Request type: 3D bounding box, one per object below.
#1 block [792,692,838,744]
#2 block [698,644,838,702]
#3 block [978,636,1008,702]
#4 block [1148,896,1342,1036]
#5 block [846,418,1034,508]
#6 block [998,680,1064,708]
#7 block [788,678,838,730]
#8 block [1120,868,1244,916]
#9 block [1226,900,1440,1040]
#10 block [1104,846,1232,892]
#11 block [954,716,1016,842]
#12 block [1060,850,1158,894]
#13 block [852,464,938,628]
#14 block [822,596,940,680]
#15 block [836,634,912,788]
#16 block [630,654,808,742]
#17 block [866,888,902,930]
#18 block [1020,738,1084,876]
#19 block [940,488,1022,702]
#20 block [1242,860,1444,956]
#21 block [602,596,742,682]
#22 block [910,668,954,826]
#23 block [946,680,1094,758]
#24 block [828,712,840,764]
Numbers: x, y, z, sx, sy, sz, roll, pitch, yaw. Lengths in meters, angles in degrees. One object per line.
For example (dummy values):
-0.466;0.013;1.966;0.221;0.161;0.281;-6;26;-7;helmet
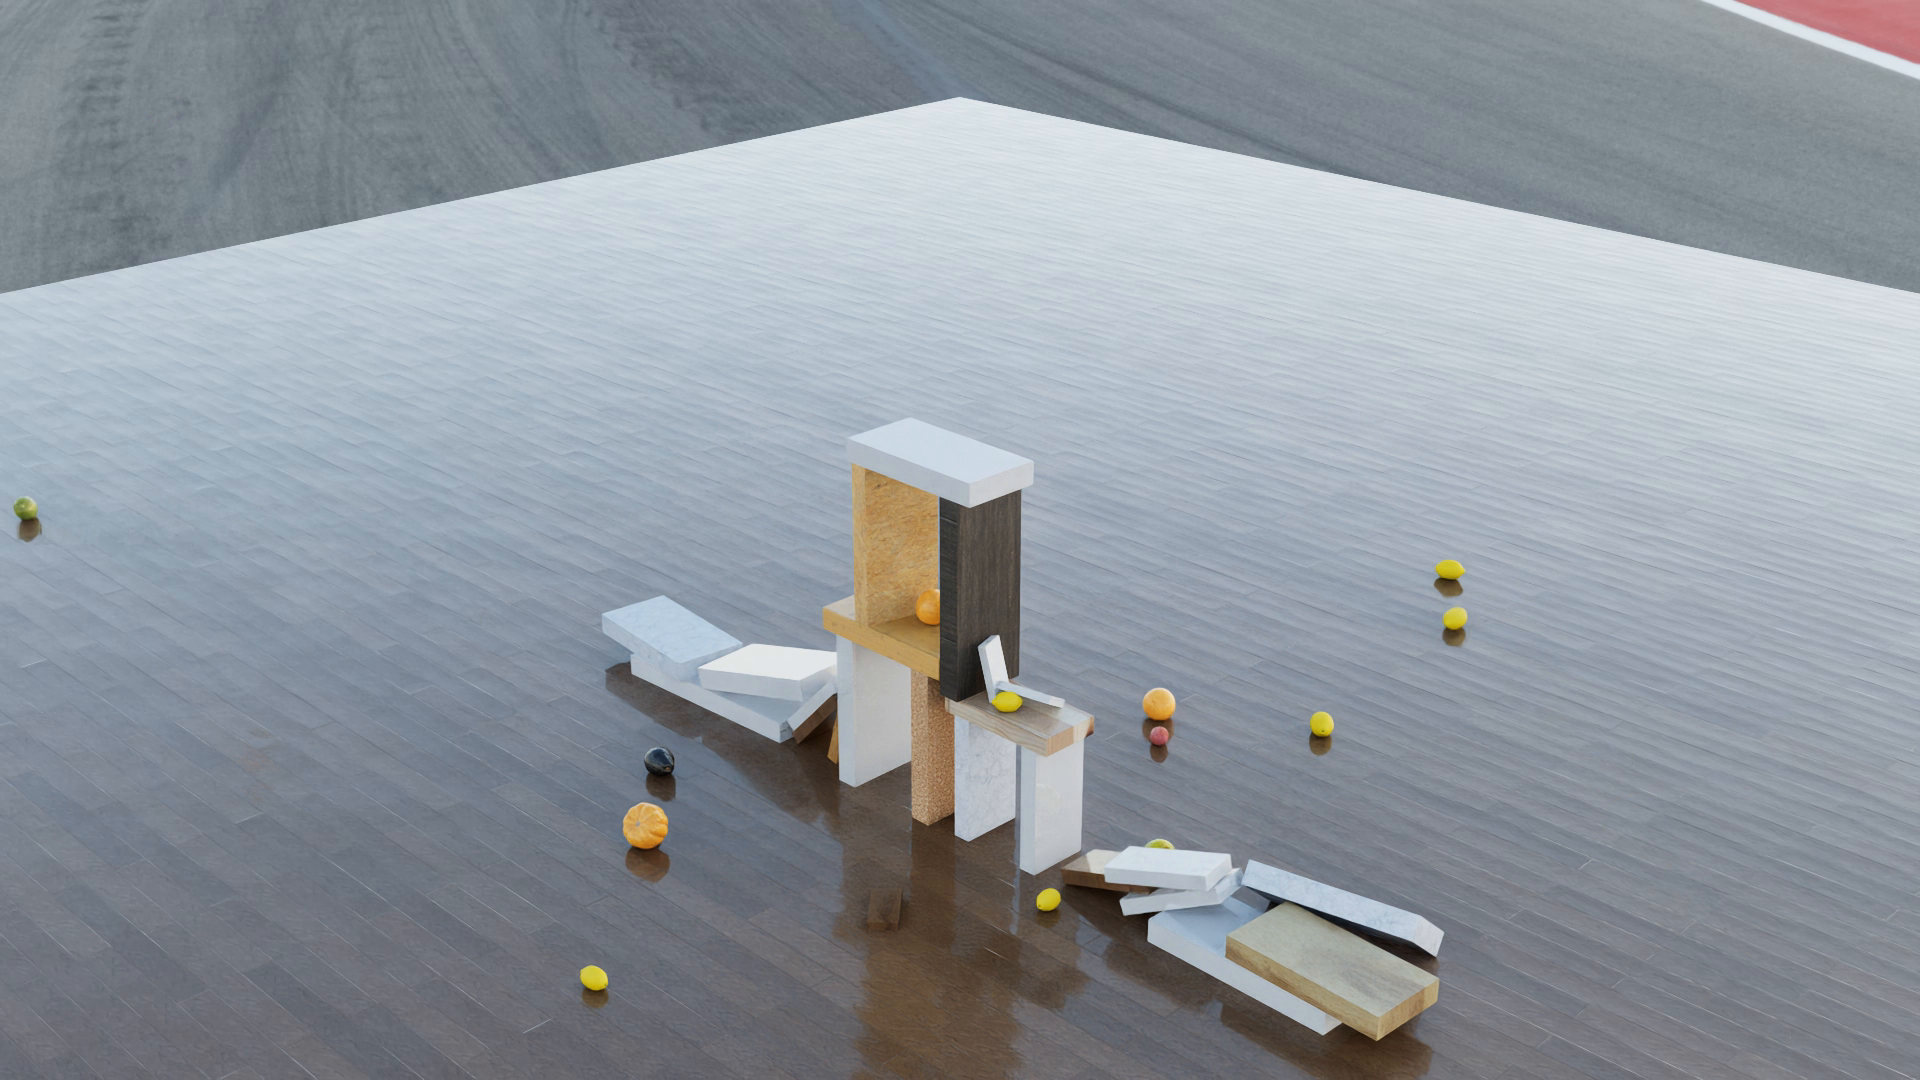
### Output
-0.273;0.367;4.689;0.098;0.196;0.028;-22;75;-41;block
-0.399;0.287;4.802;0.336;0.048;0.168;3;19;44;block
0.066;0.249;4.240;0.017;0.117;0.059;-2;19;30;block
0.543;0.747;3.940;0.167;0.047;0.401;-21;30;-40;block
-0.040;-0.151;4.208;0.169;0.048;0.338;-21;31;-40;block
0.137;0.296;4.224;0.117;0.017;0.058;15;-2;32;block
-0.281;0.338;4.688;0.098;0.196;0.028;-23;76;-42;block
0.411;0.651;4.067;0.210;0.030;0.105;-14;5;36;block
0.644;0.744;3.825;0.167;0.047;0.334;-20;30;-38;block
0.383;0.605;4.053;0.210;0.030;0.105;0;15;33;block
0.051;0.450;4.357;0.038;0.268;0.134;21;31;41;block
0.305;0.628;4.166;0.210;0.030;0.105;0;15;44;block
-0.128;-0.009;4.367;0.169;0.338;0.048;-15;27;-32;block
-0.100;0.181;4.413;0.168;0.048;0.336;-21;31;-41;block
-0.175;0.328;4.558;0.048;0.336;0.168;21;31;40;block
-0.513;0.326;4.932;0.495;0.048;0.168;20;30;38;block
-0.141;0.690;4.112;0.058;0.017;0.117;1;23;2;block
0.177;0.500;4.240;0.038;0.268;0.134;21;31;41;block
0.039;0.093;4.227;0.169;0.415;0.048;-20;30;-39;block
0.696;0.670;4.001;0.334;0.047;0.167;15;-12;31;block
-0.663;0.224;5.050;0.168;0.048;0.336;-18;29;-35;block
-0.021;0.389;4.415;0.048;0.336;0.168;21;31;41;block
0.113;0.334;4.238;0.268;0.038;0.134;21;31;41;block
-0.218;0.373;4.629;0.098;0.196;0.028;-22;47;-41;block
